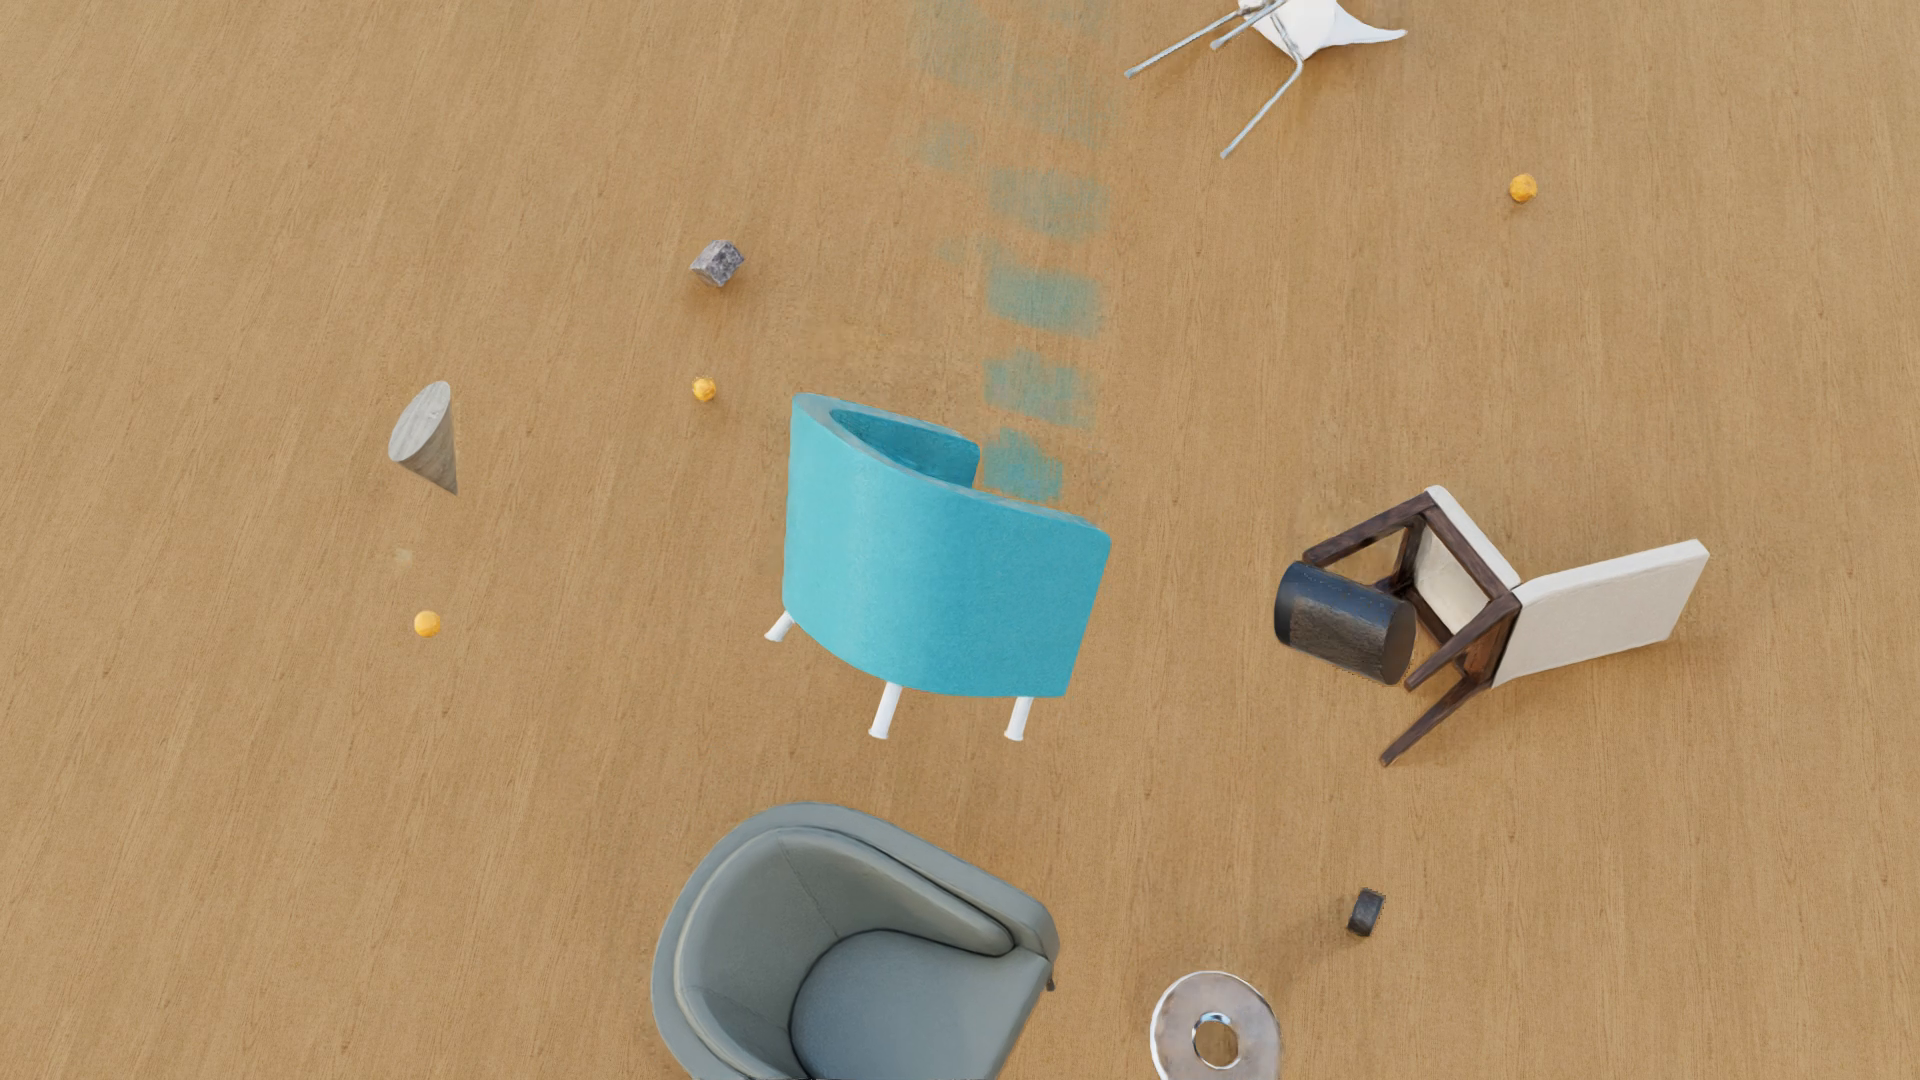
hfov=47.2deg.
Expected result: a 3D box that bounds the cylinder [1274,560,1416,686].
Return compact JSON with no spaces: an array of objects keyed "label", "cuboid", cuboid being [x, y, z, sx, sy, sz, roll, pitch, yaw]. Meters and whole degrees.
[{"label":"cylinder","cuboid":[0.996,0.214,5.687,0.308,0.289,0.191,22,61,29]}]

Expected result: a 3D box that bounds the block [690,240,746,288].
[{"label":"block","cuboid":[-0.780,-0.889,7.071,0.124,0.085,0.118,-51,28,-13]}]

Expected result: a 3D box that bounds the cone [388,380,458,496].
[{"label":"cone","cuboid":[-1.545,-0.240,6.526,0.131,0.351,0.315,10,55,17]}]

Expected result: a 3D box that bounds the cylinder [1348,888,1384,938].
[{"label":"cylinder","cuboid":[1.074,0.988,5.825,0.063,0.111,0.113,21,86,13]}]

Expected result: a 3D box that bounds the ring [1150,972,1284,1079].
[{"label":"ring","cuboid":[0.658,1.291,5.638,0.348,0.099,0.394,1,56,-7]}]
